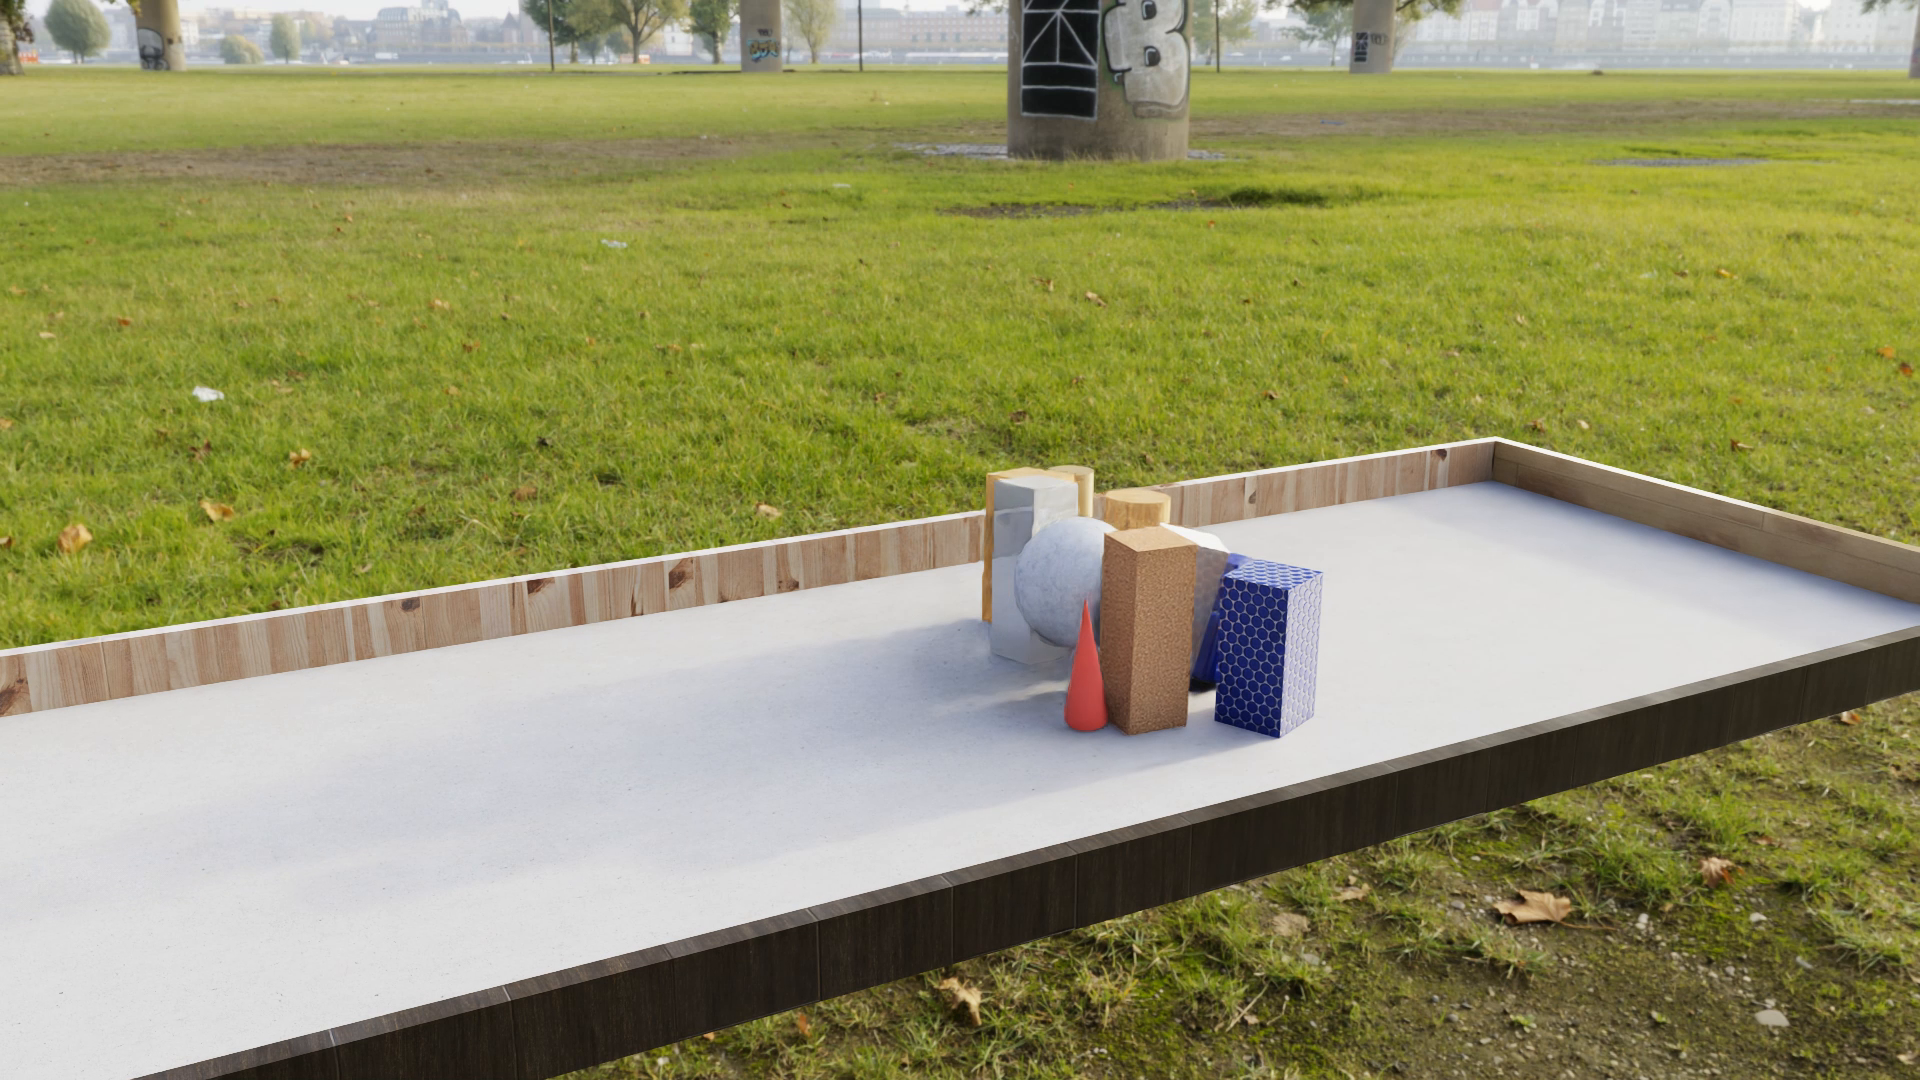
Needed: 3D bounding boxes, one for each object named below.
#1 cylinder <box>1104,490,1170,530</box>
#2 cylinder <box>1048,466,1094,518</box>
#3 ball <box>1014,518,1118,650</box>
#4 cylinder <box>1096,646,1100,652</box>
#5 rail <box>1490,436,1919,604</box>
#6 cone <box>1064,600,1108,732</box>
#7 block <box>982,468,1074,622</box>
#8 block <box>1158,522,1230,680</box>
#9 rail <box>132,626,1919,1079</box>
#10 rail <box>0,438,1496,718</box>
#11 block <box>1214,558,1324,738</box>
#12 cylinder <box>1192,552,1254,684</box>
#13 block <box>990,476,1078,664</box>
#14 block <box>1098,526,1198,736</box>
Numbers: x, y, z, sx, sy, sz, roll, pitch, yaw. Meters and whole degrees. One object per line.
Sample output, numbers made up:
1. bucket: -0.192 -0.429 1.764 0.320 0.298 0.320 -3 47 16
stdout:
1. cylinder: 0.459 0.080 4.358 0.168 0.399 0.168 2 13 -1
2. cylinder: 0.305 0.003 4.623 0.130 0.404 0.130 0 15 0
3. ball: 0.291 0.105 4.025 0.322 0.322 0.322 0 16 0
4. cylinder: 0.416 0.163 4.233 0.107 0.306 0.107 8 11 -2
5. rail: 2.466 -0.048 5.253 0.050 0.150 2.100 -9 18 -27
6. cone: 0.287 0.266 3.751 0.106 0.385 0.106 -2 42 2
7. block: 0.186 0.023 4.515 0.170 0.410 0.170 12 16 39
8. block: 0.518 0.173 4.042 0.150 0.384 0.150 13 15 -8
9. rail: -2.336 1.006 1.665 12.000 0.150 0.050 -9 18 -27
10. rail: -3.305 0.497 3.399 12.000 0.150 0.050 -9 18 -27
11. block: 0.722 0.251 3.863 0.172 0.360 0.172 13 21 37
12. cylinder: 0.656 0.194 4.108 0.145 0.305 0.145 14 14 -3
13. block: 0.191 0.074 4.267 0.151 0.456 0.151 -8 15 -39
14. block: 0.433 0.210 3.842 0.156 0.447 0.156 -7 19 -23
